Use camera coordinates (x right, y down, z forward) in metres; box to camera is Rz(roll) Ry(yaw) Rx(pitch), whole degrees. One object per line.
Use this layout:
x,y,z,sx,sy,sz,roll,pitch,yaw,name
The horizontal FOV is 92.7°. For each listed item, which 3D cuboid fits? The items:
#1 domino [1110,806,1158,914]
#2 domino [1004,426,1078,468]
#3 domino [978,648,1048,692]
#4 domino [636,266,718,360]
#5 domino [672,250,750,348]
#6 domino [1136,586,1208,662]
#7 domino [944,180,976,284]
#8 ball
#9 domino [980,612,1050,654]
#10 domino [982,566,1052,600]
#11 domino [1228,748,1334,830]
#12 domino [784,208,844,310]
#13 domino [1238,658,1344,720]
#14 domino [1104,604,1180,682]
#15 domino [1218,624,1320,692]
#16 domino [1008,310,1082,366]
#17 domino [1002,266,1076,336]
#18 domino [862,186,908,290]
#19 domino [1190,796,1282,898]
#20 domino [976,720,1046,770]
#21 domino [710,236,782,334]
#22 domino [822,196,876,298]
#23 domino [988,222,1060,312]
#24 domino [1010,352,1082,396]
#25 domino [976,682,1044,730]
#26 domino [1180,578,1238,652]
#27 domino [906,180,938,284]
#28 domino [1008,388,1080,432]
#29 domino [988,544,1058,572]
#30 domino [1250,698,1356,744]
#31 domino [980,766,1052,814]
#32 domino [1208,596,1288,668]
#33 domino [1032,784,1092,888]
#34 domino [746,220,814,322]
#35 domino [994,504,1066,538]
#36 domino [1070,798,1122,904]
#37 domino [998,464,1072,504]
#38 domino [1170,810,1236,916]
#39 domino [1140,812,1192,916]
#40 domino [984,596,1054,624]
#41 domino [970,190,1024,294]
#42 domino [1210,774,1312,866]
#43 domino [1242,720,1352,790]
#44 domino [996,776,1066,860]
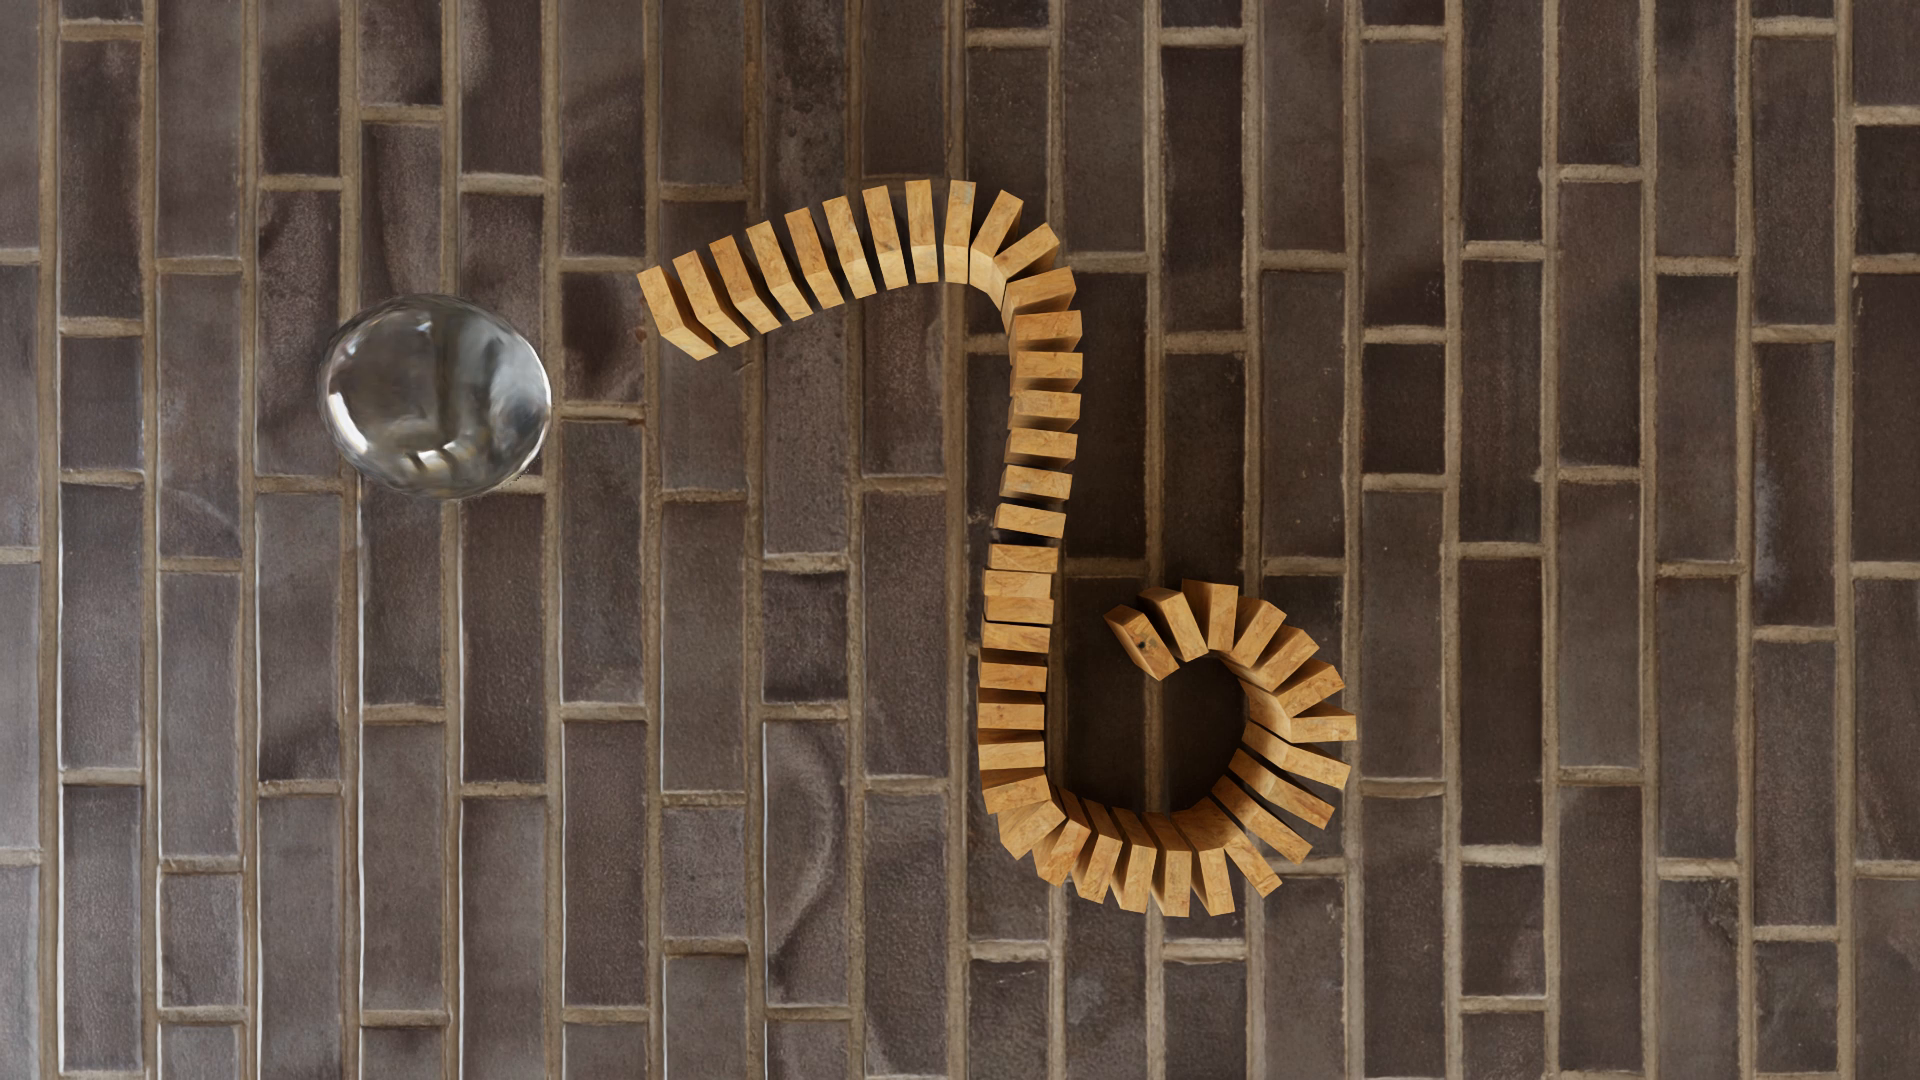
0.068,0.129,0.375,0.010,0.050,0.025,11,90,0,domino
0.032,-0.037,0.375,0.025,0.050,0.009,7,90,0,domino
0.020,0.052,0.375,0.025,0.050,0.009,4,90,0,domino
-0.115,-0.092,0.375,0.009,0.050,0.025,-22,90,0,domino
-0.101,-0.097,0.375,0.010,0.050,0.025,-23,90,0,domino
0.086,0.033,0.375,0.009,0.050,0.025,-23,90,0,domino
0.000,-0.125,0.375,0.009,0.050,0.025,7,90,0,domino
-0.204,-0.055,0.360,0.080,0.080,0.080,0,90,0,ball
0.022,0.037,0.375,0.025,0.050,0.009,5,90,0,domino
0.022,0.017,0.375,0.025,0.050,0.010,4,90,0,domino
0.130,0.101,0.375,0.025,0.050,0.009,28,90,0,domino
-0.059,-0.114,0.375,0.010,0.050,0.025,-18,90,0,domino
0.134,0.058,0.375,0.025,0.050,0.009,-30,90,0,domino
0.073,0.041,0.375,0.009,0.050,0.025,-33,90,0,domino
0.125,0.046,0.375,0.025,0.050,0.010,-43,90,0,domino
0.034,-0.082,0.375,0.025,0.050,0.010,-5,90,0,domino
0.031,-0.097,0.375,0.025,0.050,0.009,-16,90,0,domino
-0.030,-0.122,0.375,0.010,0.050,0.025,-13,90,0,domino
0.112,0.124,0.375,0.009,0.050,0.025,-38,90,0,domino
0.020,0.082,0.375,0.025,0.050,0.010,-3,90,0,domino
-0.087,-0.103,0.375,0.009,0.050,0.025,-22,90,0,domino
-0.044,-0.118,0.375,0.010,0.050,0.025,-17,90,0,domino
0.025,-0.110,0.375,0.025,0.050,0.010,-35,90,0,domino
0.034,-0.067,0.375,0.025,0.050,0.010,2,90,0,domino
0.020,0.067,0.375,0.025,0.050,0.010,2,90,0,domino
0.100,0.030,0.375,0.009,0.050,0.025,5,90,0,domino
-0.015,-0.125,0.375,0.009,0.050,0.025,-5,90,0,domino
0.033,-0.052,0.375,0.025,0.050,0.010,5,90,0,domino
0.025,0.007,0.375,0.025,0.050,0.009,4,90,0,domino
0.139,0.072,0.375,0.025,0.050,0.009,-3,90,0,domino
0.022,0.097,0.375,0.025,0.050,0.009,-14,90,0,domino
0.114,0.036,0.375,0.009,0.050,0.025,34,90,0,domino
0.040,0.120,0.375,0.009,0.050,0.025,29,90,0,domino
-0.073,-0.109,0.375,0.010,0.050,0.025,-21,90,0,domino
0.027,-0.007,0.375,0.025,0.050,0.009,10,90,0,domino
0.054,0.126,0.375,0.010,0.050,0.025,19,90,0,domino
0.030,-0.022,0.375,0.025,0.050,0.009,9,90,0,domino
0.098,0.131,0.375,0.009,0.050,0.025,-11,90,0,domino
0.083,0.131,0.375,0.010,0.050,0.025,3,90,0,domino
0.023,0.027,0.375,0.025,0.050,0.009,4,90,0,domino
0.014,-0.121,0.375,0.010,0.050,0.025,28,90,0,domino
0.122,0.113,0.375,0.025,0.050,0.009,37,90,0,domino
0.136,0.087,0.375,0.025,0.050,0.009,19,90,0,domino
0.028,0.111,0.375,0.025,0.050,0.009,-41,90,0,domino
